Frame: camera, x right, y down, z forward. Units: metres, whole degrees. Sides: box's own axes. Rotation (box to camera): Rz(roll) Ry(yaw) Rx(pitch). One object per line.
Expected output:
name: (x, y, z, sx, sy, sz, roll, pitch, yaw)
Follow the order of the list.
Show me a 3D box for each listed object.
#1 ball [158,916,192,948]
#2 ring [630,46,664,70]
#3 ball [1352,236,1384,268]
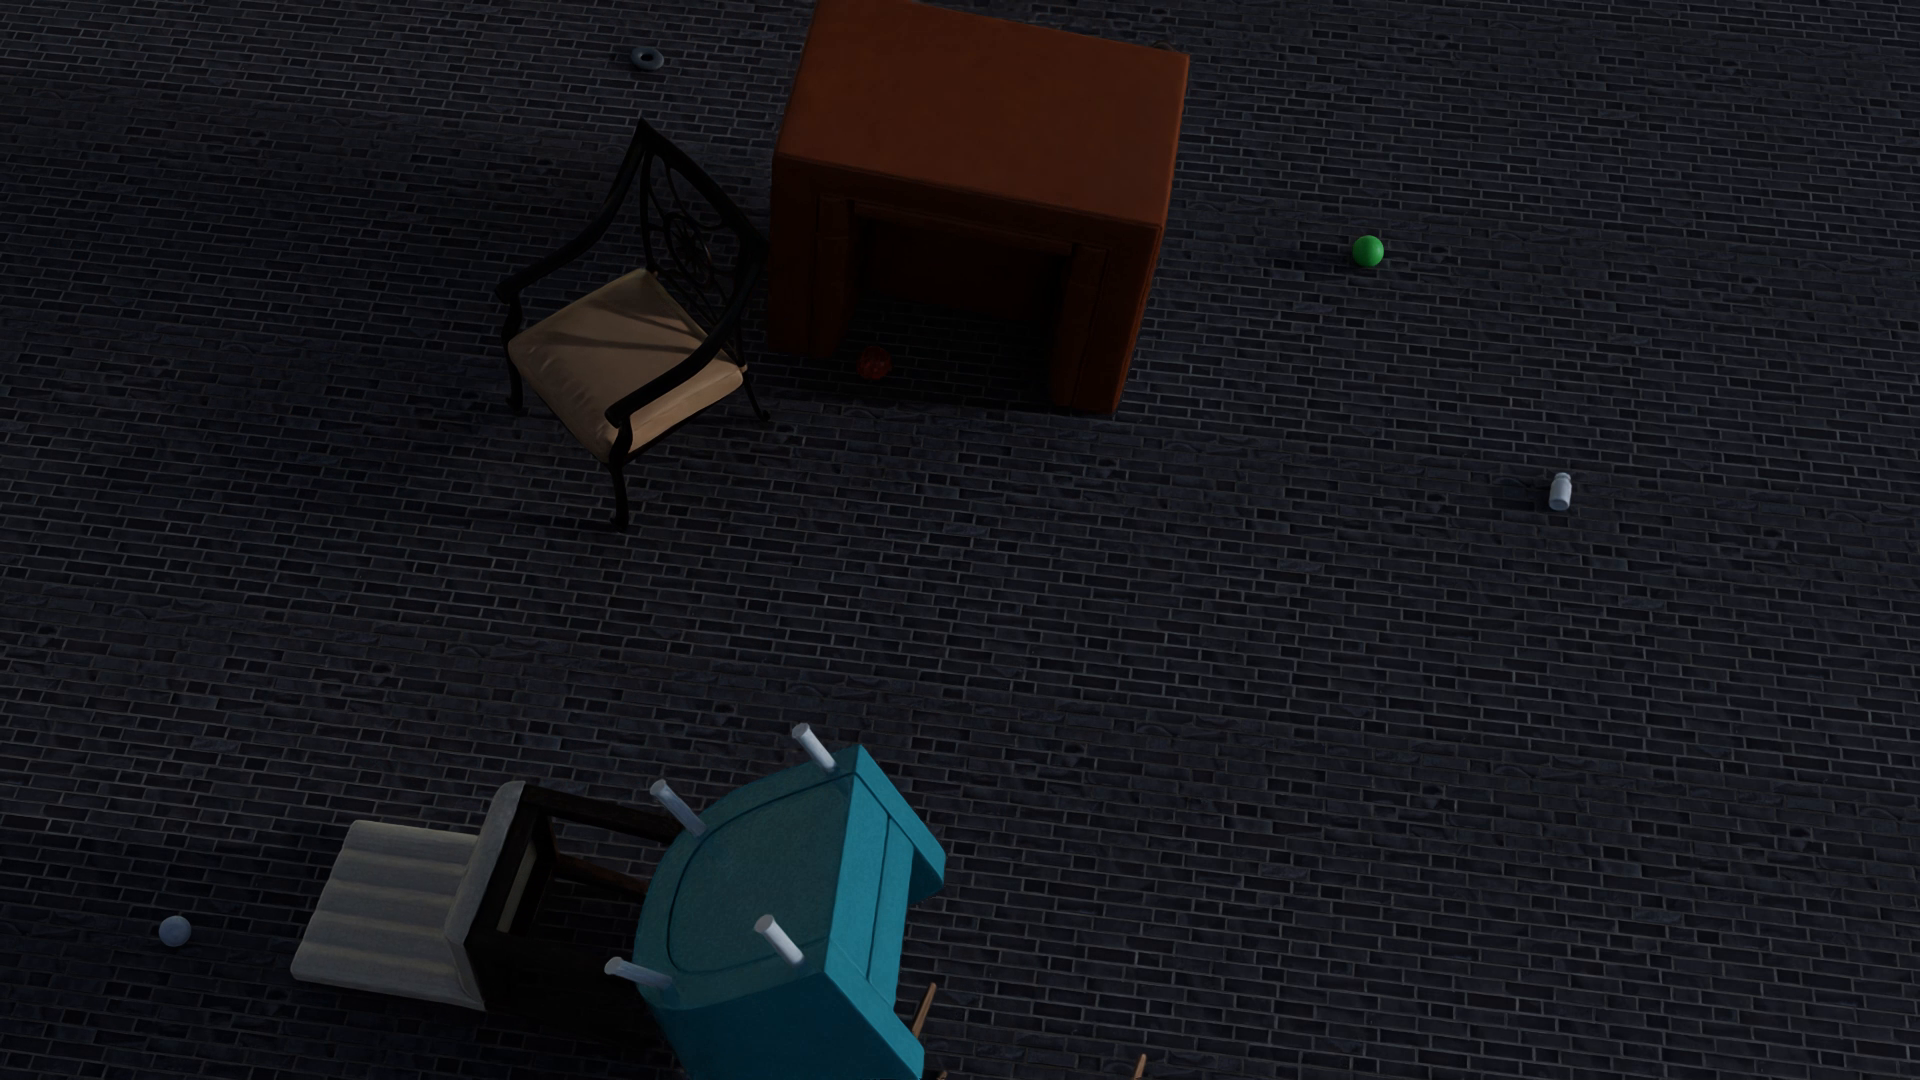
ball: (-2.080, 1.037, 5.828, 0.082, 0.082, 0.082, 0, 56, 0)
ring: (-1.095, -1.683, 7.686, 0.130, 0.029, 0.102, 31, 61, 18)
ball: (1.324, -0.937, 7.141, 0.104, 0.104, 0.104, 0, 56, 0)
